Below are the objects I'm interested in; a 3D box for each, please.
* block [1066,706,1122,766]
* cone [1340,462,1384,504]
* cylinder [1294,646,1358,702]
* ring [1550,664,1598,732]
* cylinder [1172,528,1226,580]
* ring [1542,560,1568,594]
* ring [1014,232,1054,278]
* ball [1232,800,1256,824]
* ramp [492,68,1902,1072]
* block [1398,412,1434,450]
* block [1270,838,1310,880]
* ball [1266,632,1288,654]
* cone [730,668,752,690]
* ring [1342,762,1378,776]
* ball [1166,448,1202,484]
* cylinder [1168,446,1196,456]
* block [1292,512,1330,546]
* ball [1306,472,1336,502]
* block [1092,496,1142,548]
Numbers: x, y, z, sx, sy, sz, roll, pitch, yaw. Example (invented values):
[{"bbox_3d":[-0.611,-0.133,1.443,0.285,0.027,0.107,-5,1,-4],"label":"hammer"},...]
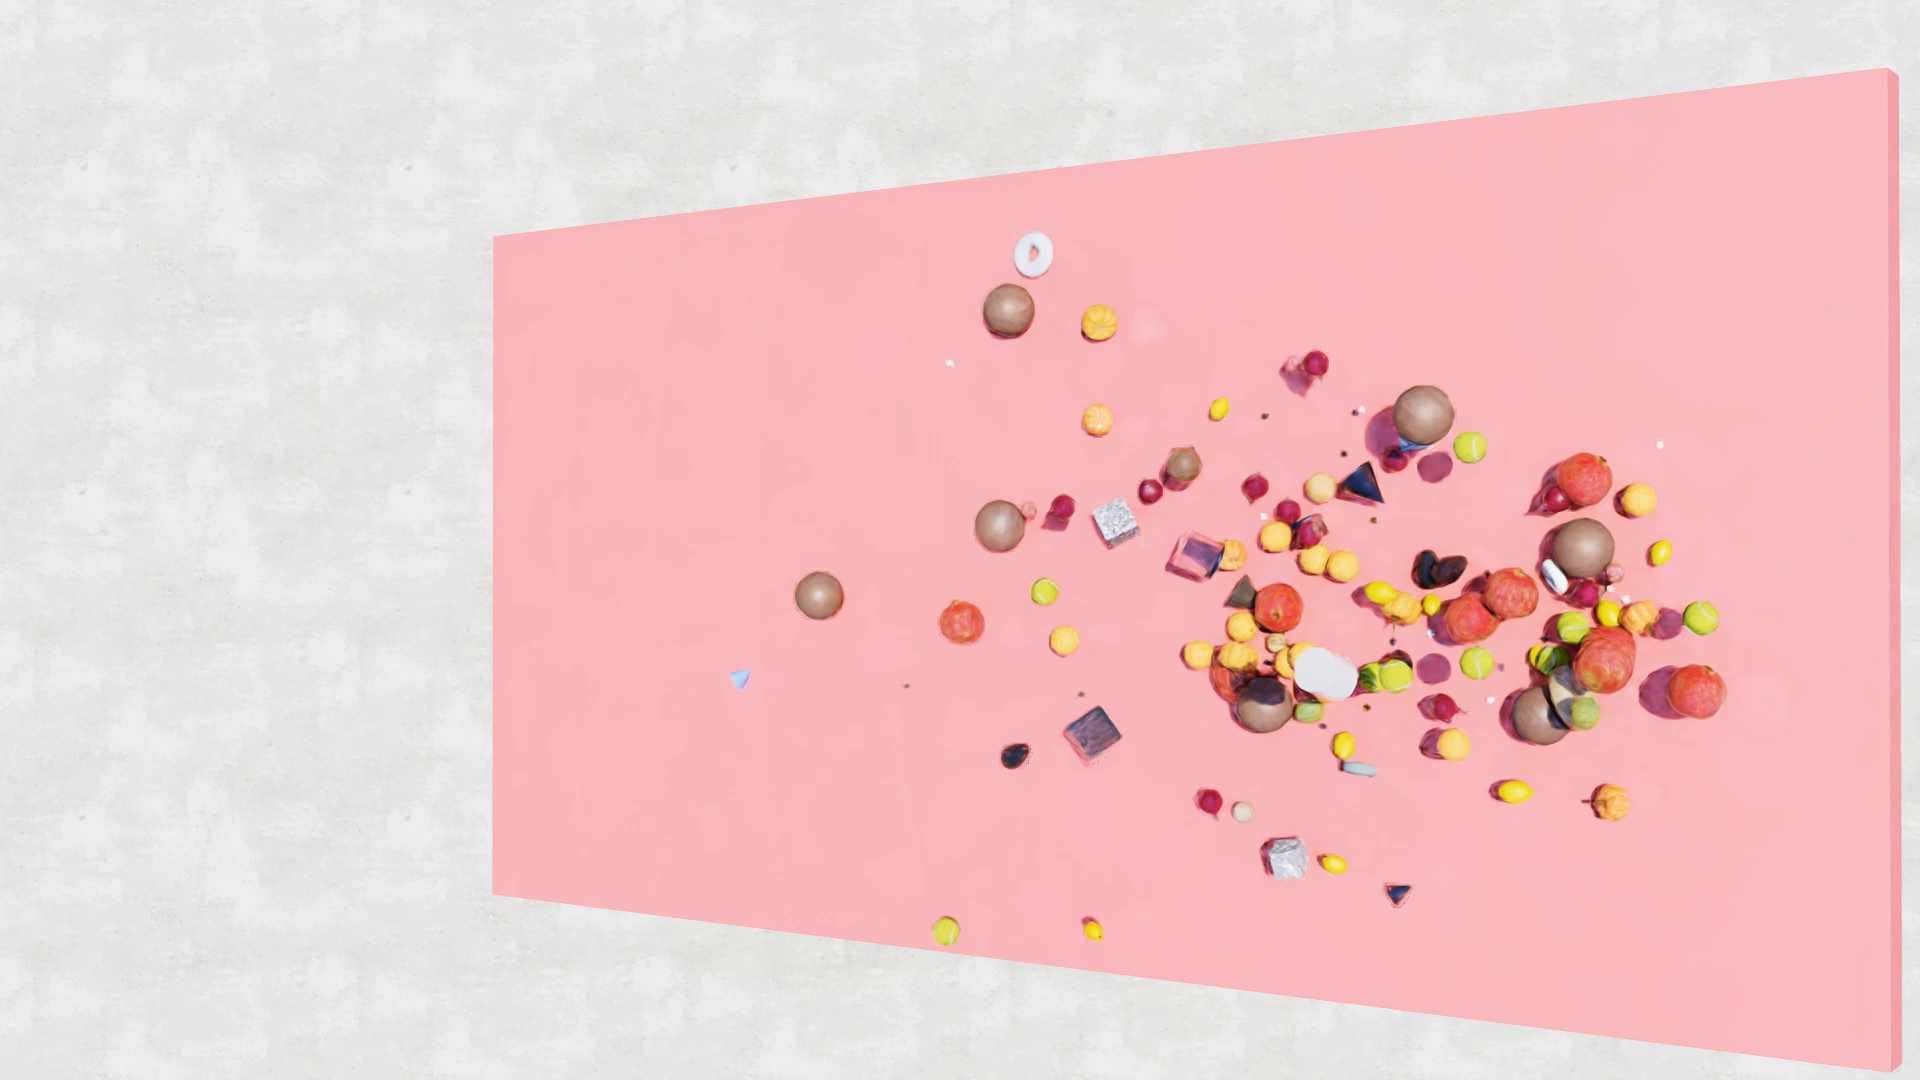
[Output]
[{"bbox_3d":[0.322,0.471,5.300,0.096,0.096,0.096,-34,78,-9],"label":"block"},{"bbox_3d":[0.920,-0.111,4.926,0.094,0.094,0.094,-43,69,0],"label":"cone"},{"bbox_3d":[0.684,0.251,4.113,0.087,0.087,0.087,-14,67,37],"label":"cylinder"},{"bbox_3d":[1.298,0.334,4.652,0.049,0.148,0.148,-27,90,36],"label":"ring"},{"bbox_3d":[0.556,0.033,5.111,0.091,0.091,0.091,25,90,-3],"label":"cylinder"},{"bbox_3d":[1.277,0.078,4.721,0.027,0.081,0.081,-27,90,0],"label":"ring"},{"bbox_3d":[0.185,-0.718,5.530,0.116,0.039,0.116,-3,85,38],"label":"ring"},{"bbox_3d":[0.668,0.640,5.169,0.054,0.054,0.054,0,90,0],"label":"ball"},{"bbox_3d":[0.243,0.067,5.567,4.000,0.100,2.000,0,89,35],"label":"ramp"},{"bbox_3d":[0.998,-0.239,4.812,0.064,0.064,0.064,-1,116,21],"label":"block"},{"bbox_3d":[0.751,0.727,5.014,0.065,0.065,0.065,-10,106,25],"label":"block"},{"bbox_3d":[0.739,0.239,5.123,0.051,0.051,0.051,0,90,0],"label":"ball"},{"bbox_3d":[-0.597,0.372,6.076,0.057,0.057,0.057,-37,90,5],"label":"cone"},{"bbox_3d":[0.905,0.518,4.975,0.079,0.079,0.026,10,84,0],"label":"ring"},{"bbox_3d":[0.524,-0.175,5.132,0.084,0.084,0.084,0,90,0],"label":"ball"},{"bbox_3d":[0.534,-0.197,5.258,0.052,0.052,0.052,-13,90,-22],"label":"cylinder"},{"bbox_3d":[0.809,-0.025,5.071,0.053,0.053,0.053,-29,79,33],"label":"block"},{"bbox_3d":[0.830,-0.120,5.051,0.070,0.070,0.070,0,90,0],"label":"ball"},{"bbox_3d":[0.381,-0.042,5.341,0.082,0.082,0.082,-26,72,5],"label":"block"}]
